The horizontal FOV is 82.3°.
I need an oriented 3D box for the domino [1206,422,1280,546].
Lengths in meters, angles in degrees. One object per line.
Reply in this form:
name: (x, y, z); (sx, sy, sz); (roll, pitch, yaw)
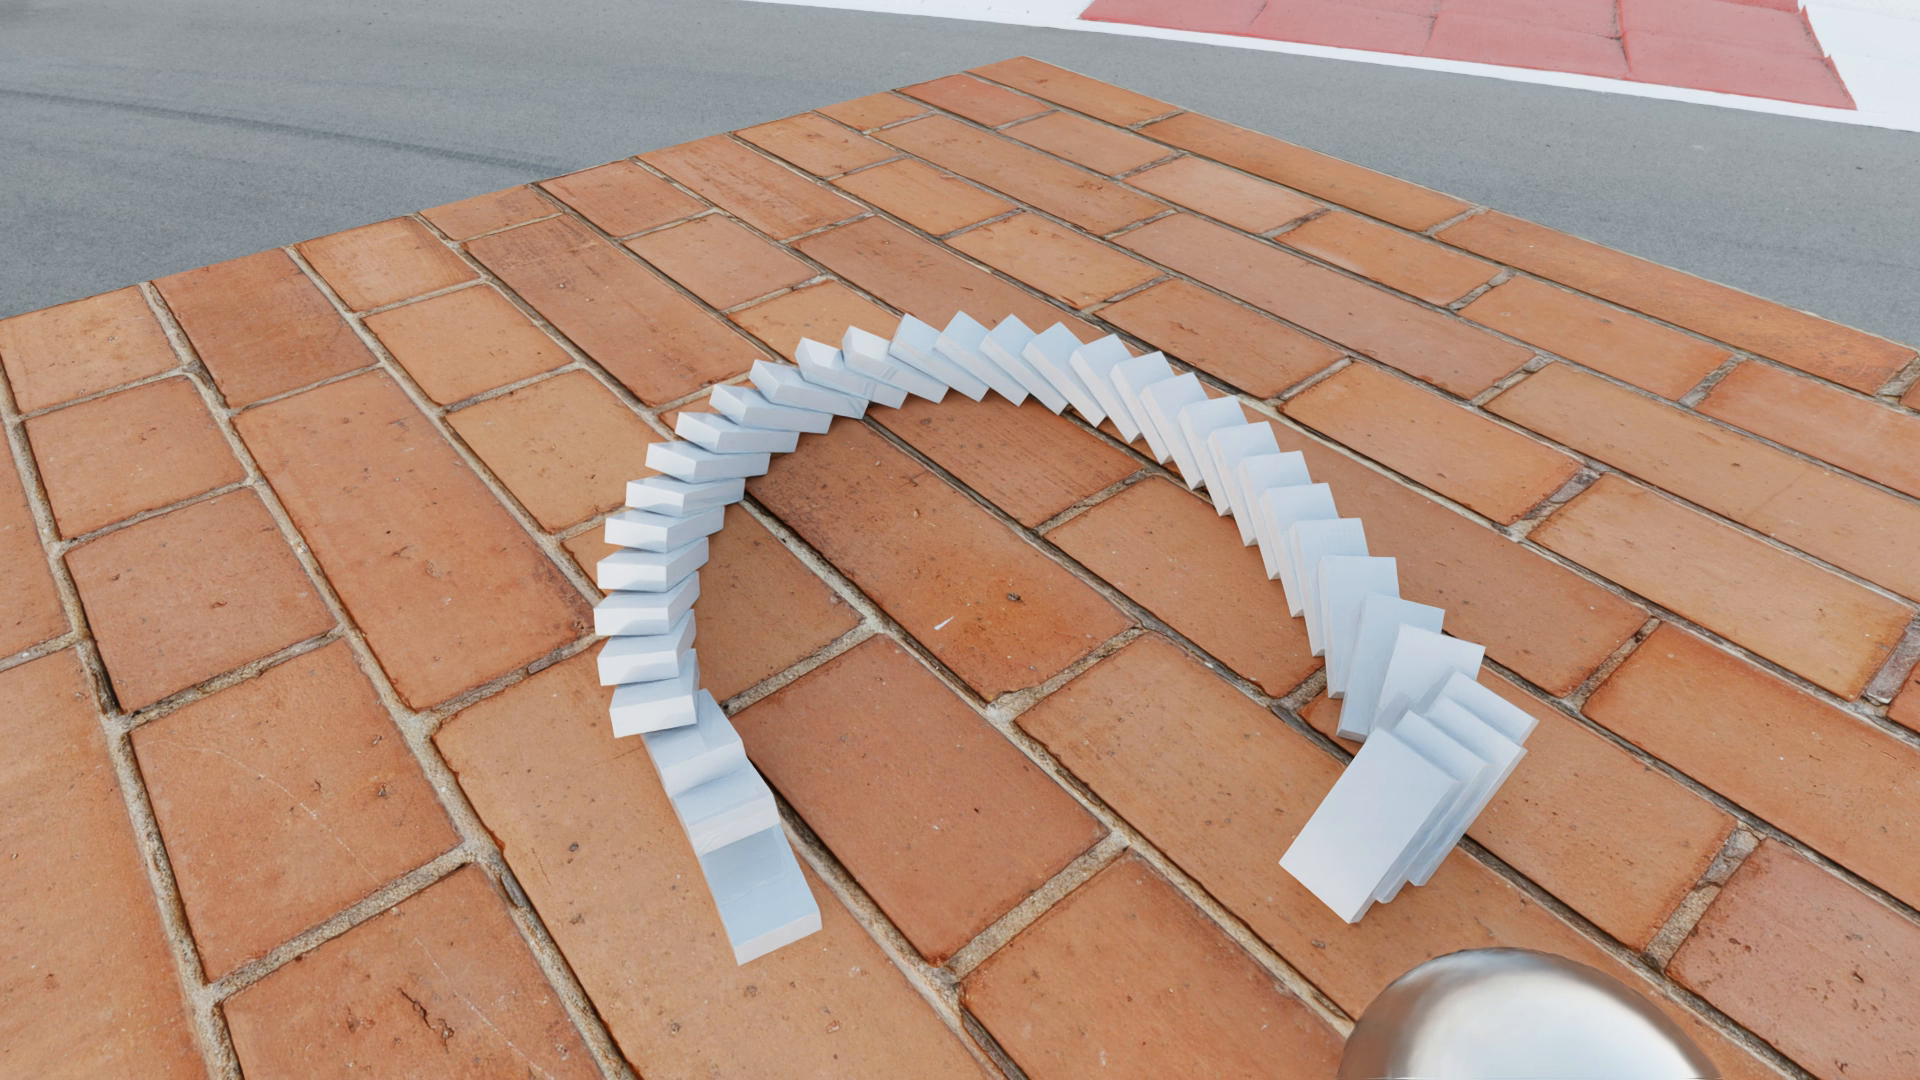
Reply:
domino: (0.123, -0.024, 0.455); (0.025, 0.009, 0.050); (-10, 67, -12)

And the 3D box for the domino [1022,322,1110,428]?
domino: (0.056, -0.079, 0.522); (0.050, 0.010, 0.025); (46, 52, 7)

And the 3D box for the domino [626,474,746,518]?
domino: (-0.111, -0.020, 0.450); (0.025, 0.010, 0.050); (12, 13, 15)

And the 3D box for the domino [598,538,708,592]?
domino: (-0.115, 0.008, 0.416); (0.025, 0.010, 0.050); (3, 12, 4)

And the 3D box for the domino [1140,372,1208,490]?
domino: (0.102, -0.049, 0.485); (0.025, 0.009, 0.050); (-18, 70, -20)

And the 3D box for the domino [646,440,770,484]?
domino: (-0.106, -0.034, 0.468); (0.025, 0.009, 0.050); (20, 16, 23)

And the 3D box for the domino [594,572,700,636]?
domino: (-0.112, 0.022, 0.399); (0.025, 0.010, 0.050); (-1, 13, -1)

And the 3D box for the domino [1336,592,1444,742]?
domino: (0.145, 0.045, 0.371); (0.025, 0.009, 0.050); (14, 69, 13)

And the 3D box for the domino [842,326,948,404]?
domino: (-0.031, -0.084, 0.528); (0.050, 0.010, 0.025); (18, 33, -24)

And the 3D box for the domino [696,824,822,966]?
domino: (-0.062, 0.097, 0.325); (0.025, 0.010, 0.050); (-18, 43, -21)

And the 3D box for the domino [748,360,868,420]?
domino: (-0.070, -0.070, 0.511); (0.050, 0.009, 0.025); (6, 29, -42)

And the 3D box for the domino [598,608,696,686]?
domino: (-0.108, 0.036, 0.382); (0.025, 0.010, 0.050); (-5, 13, -6)

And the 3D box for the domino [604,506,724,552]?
domino: (-0.115, -0.006, 0.434); (0.025, 0.009, 0.050); (9, 13, 11)

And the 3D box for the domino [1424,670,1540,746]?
domino: (0.148, 0.068, 0.334); (0.025, 0.050, 0.009); (38, 11, 37)

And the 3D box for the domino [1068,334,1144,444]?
domino: (0.075, -0.071, 0.512); (0.025, 0.009, 0.050); (-26, 73, -29)

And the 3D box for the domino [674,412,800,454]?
domino: (-0.097, -0.047, 0.483); (0.025, 0.010, 0.050); (26, 18, 28)

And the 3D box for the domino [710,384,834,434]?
domino: (-0.085, -0.059, 0.498); (0.025, 0.009, 0.050); (35, 23, 35)

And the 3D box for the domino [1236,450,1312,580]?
domino: (0.130, -0.010, 0.439); (0.025, 0.009, 0.050); (-7, 67, -8)

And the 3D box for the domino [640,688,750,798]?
domino: (-0.086, 0.063, 0.350); (0.025, 0.009, 0.050); (-18, 18, -21)

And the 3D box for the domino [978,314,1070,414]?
domino: (0.036, -0.085, 0.529); (0.050, 0.010, 0.025); (40, 48, 3)

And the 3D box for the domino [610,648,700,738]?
domino: (-0.100, 0.050, 0.365); (0.025, 0.010, 0.050); (-9, 13, -10)

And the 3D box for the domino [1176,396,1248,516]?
domino: (0.115, -0.036, 0.471); (0.025, 0.010, 0.050); (-12, 68, -15)

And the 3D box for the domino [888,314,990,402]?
domino: (-0.009, -0.089, 0.534); (0.050, 0.010, 0.025); (27, 38, -12)

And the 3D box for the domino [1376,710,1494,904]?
domino: (0.129, 0.078, 0.321); (0.025, 0.050, 0.009); (39, 12, 38)

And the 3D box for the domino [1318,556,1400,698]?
domino: (0.142, 0.031, 0.388); (0.025, 0.010, 0.050); (2, 67, 2)

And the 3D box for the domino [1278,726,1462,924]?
domino: (0.117, 0.082, 0.317); (0.025, 0.050, 0.010); (39, 12, 38)

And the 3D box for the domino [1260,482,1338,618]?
domino: (0.134, 0.003, 0.422); (0.025, 0.009, 0.050); (-6, 66, -7)

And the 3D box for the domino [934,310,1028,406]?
domino: (0.014, -0.088, 0.533); (0.050, 0.010, 0.025); (34, 43, -4)

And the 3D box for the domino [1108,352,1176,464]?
domino: (0.091, -0.060, 0.500); (0.025, 0.009, 0.050); (-18, 70, -22)

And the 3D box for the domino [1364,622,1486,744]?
domino: (0.146, 0.054, 0.349); (0.025, 0.050, 0.010); (16, 4, 19)

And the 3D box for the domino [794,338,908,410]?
domino: (-0.052, -0.079, 0.522); (0.050, 0.009, 0.025); (14, 31, -30)

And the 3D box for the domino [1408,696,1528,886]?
domino: (0.140, 0.074, 0.326); (0.025, 0.050, 0.010); (40, 12, 38)

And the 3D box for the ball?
ball: (0.120, 0.128, 0.231); (0.080, 0.080, 0.080); (0, 39, 0)

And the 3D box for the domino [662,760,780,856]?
domino: (-0.074, 0.076, 0.334); (0.025, 0.010, 0.050); (-18, 18, -21)

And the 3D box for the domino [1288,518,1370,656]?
domino: (0.139, 0.017, 0.406); (0.025, 0.010, 0.050); (-3, 66, -3)
